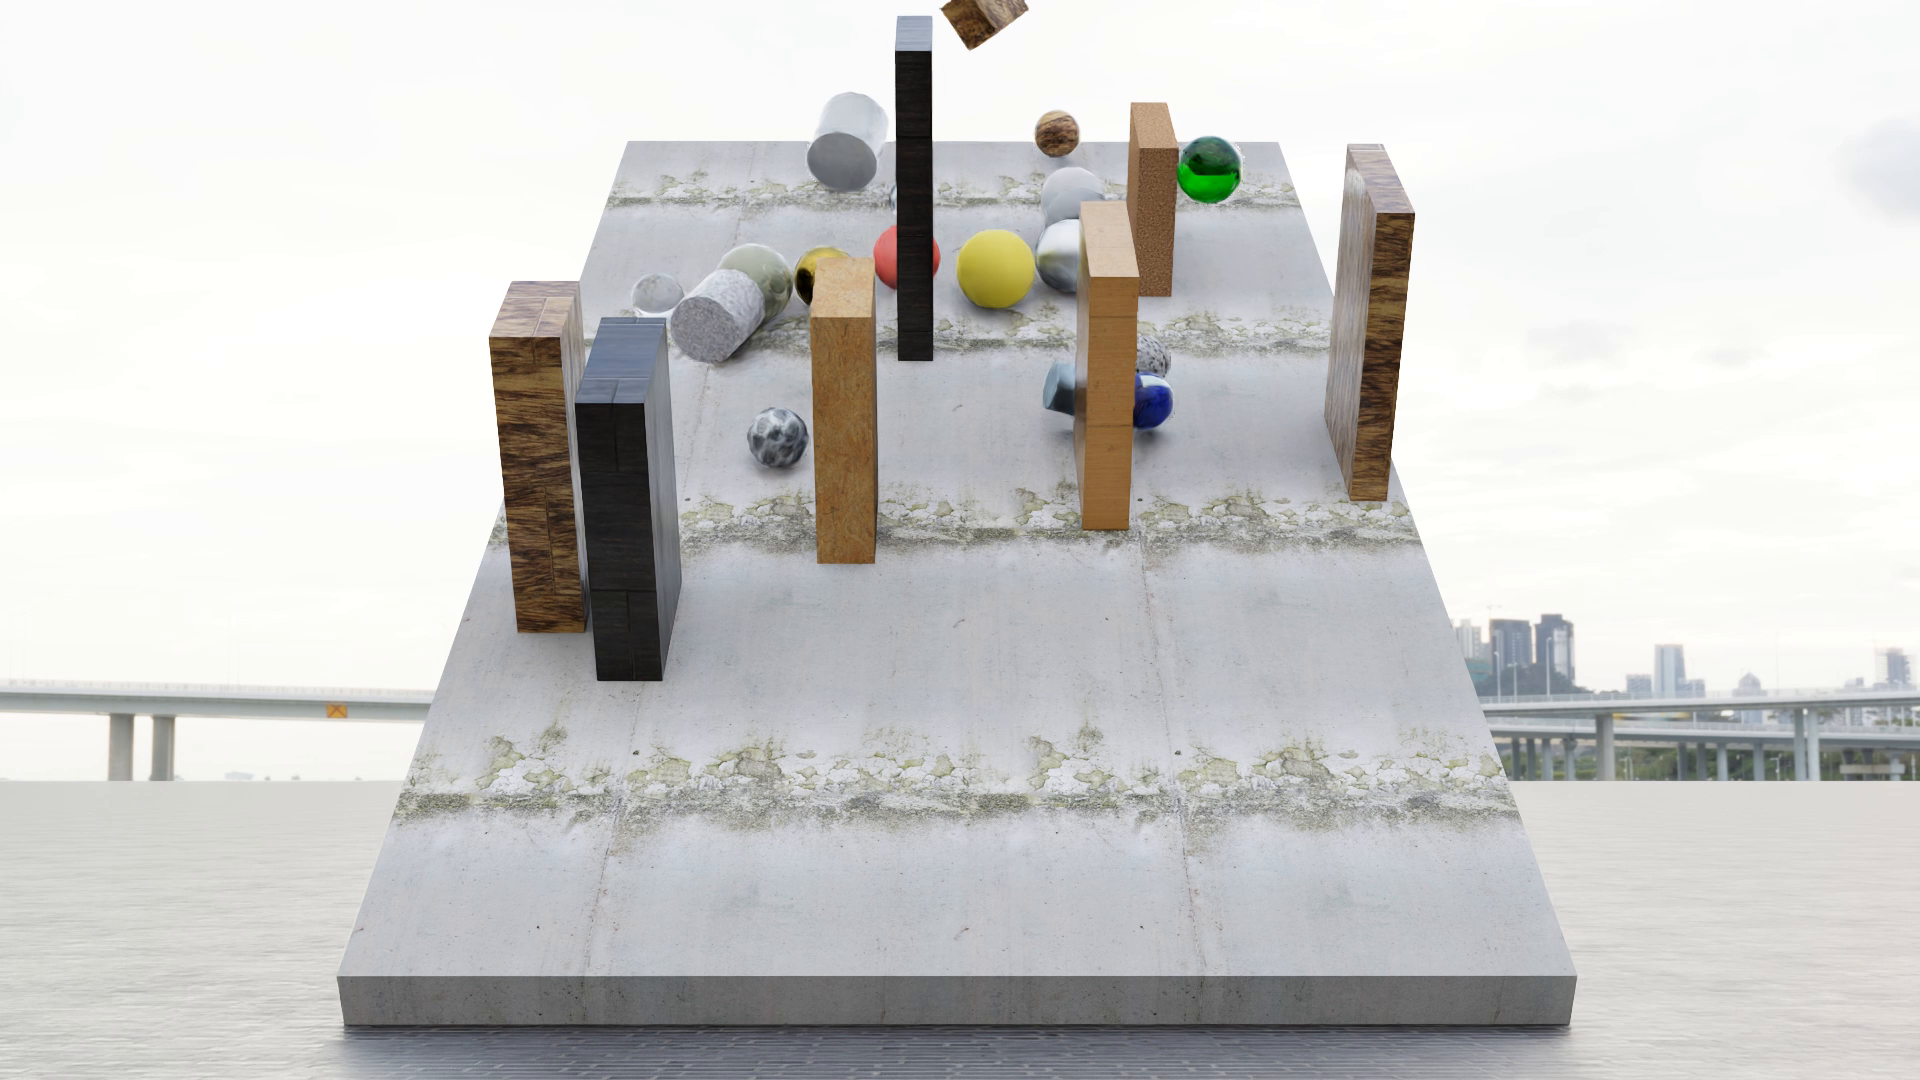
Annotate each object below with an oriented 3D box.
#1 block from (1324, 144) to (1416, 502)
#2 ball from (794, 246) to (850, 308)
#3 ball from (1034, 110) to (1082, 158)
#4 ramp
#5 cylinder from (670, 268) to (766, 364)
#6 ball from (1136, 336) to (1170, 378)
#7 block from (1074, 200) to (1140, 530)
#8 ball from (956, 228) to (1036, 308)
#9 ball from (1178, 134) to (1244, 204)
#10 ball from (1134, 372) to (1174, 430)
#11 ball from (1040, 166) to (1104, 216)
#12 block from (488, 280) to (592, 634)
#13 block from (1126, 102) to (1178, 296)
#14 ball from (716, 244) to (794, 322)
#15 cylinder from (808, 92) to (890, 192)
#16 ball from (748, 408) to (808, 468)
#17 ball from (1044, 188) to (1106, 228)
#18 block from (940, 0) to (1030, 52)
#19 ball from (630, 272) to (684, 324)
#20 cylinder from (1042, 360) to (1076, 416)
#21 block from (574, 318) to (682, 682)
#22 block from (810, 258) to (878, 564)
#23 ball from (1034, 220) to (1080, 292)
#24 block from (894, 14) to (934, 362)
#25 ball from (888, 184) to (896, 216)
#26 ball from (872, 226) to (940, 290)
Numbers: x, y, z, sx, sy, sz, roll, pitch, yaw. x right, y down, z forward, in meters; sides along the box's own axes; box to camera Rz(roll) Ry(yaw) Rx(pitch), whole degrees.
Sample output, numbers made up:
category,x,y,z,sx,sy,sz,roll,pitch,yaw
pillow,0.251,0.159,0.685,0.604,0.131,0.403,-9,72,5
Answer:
category,x,y,z,sx,sy,sz,roll,pitch,yaw
block,0.904,-0.486,5.328,0.080,0.677,0.429,0,29,0
ball,-0.346,-0.676,6.193,0.169,0.169,0.169,0,-6,0
ball,0.290,-1.214,7.160,0.143,0.143,0.143,0,-6,0
ramp,-0.012,-0.218,5.641,2.000,0.100,4.000,0,29,0
cylinder,-0.600,-0.557,5.962,0.179,0.179,0.179,-2,27,22
ball,0.442,-0.431,5.795,0.127,0.127,0.127,0,-6,0
block,0.314,-0.383,5.227,0.100,0.591,0.432,0,29,0
ball,0.092,-0.701,6.202,0.206,0.206,0.206,0,-6,0
ball,0.684,-1.017,6.577,0.186,0.186,0.186,0,-6,0
ball,0.428,-0.323,5.556,0.134,0.134,0.134,0,-6,0
ball,0.313,-0.951,6.686,0.178,0.178,0.178,0,-6,0
block,-0.817,-0.163,4.762,0.134,0.646,0.274,0,29,0
block,0.506,-0.907,6.369,0.099,0.409,0.365,0,29,0
ball,-0.527,-0.653,6.113,0.203,0.203,0.203,0,-6,0
cylinder,-0.323,-1.152,6.937,0.204,0.204,0.204,6,-45,6
ball,-0.411,-0.231,5.416,0.138,0.138,0.138,0,-6,0
ball,0.324,-0.863,6.517,0.188,0.188,0.188,0,-6,0
block,0.076,-1.636,7.385,0.161,0.161,0.161,-43,13,-32
ball,-0.770,-0.613,6.108,0.137,0.137,0.137,0,-6,0
cylinder,0.264,-0.347,5.558,0.114,0.114,0.114,13,-9,-14
block,-0.639,-0.081,4.667,0.126,0.596,0.389,0,29,0
block,-0.240,-0.272,5.050,0.121,0.563,0.312,0,29,0
ball,0.290,-0.746,6.301,0.190,0.190,0.190,0,-6,0
block,-0.110,-0.858,5.881,0.088,0.790,0.285,0,29,0
ball,-0.138,-0.957,6.748,0.126,0.126,0.126,0,-6,0
ball,-0.141,-0.742,6.303,0.179,0.179,0.179,0,-6,0
